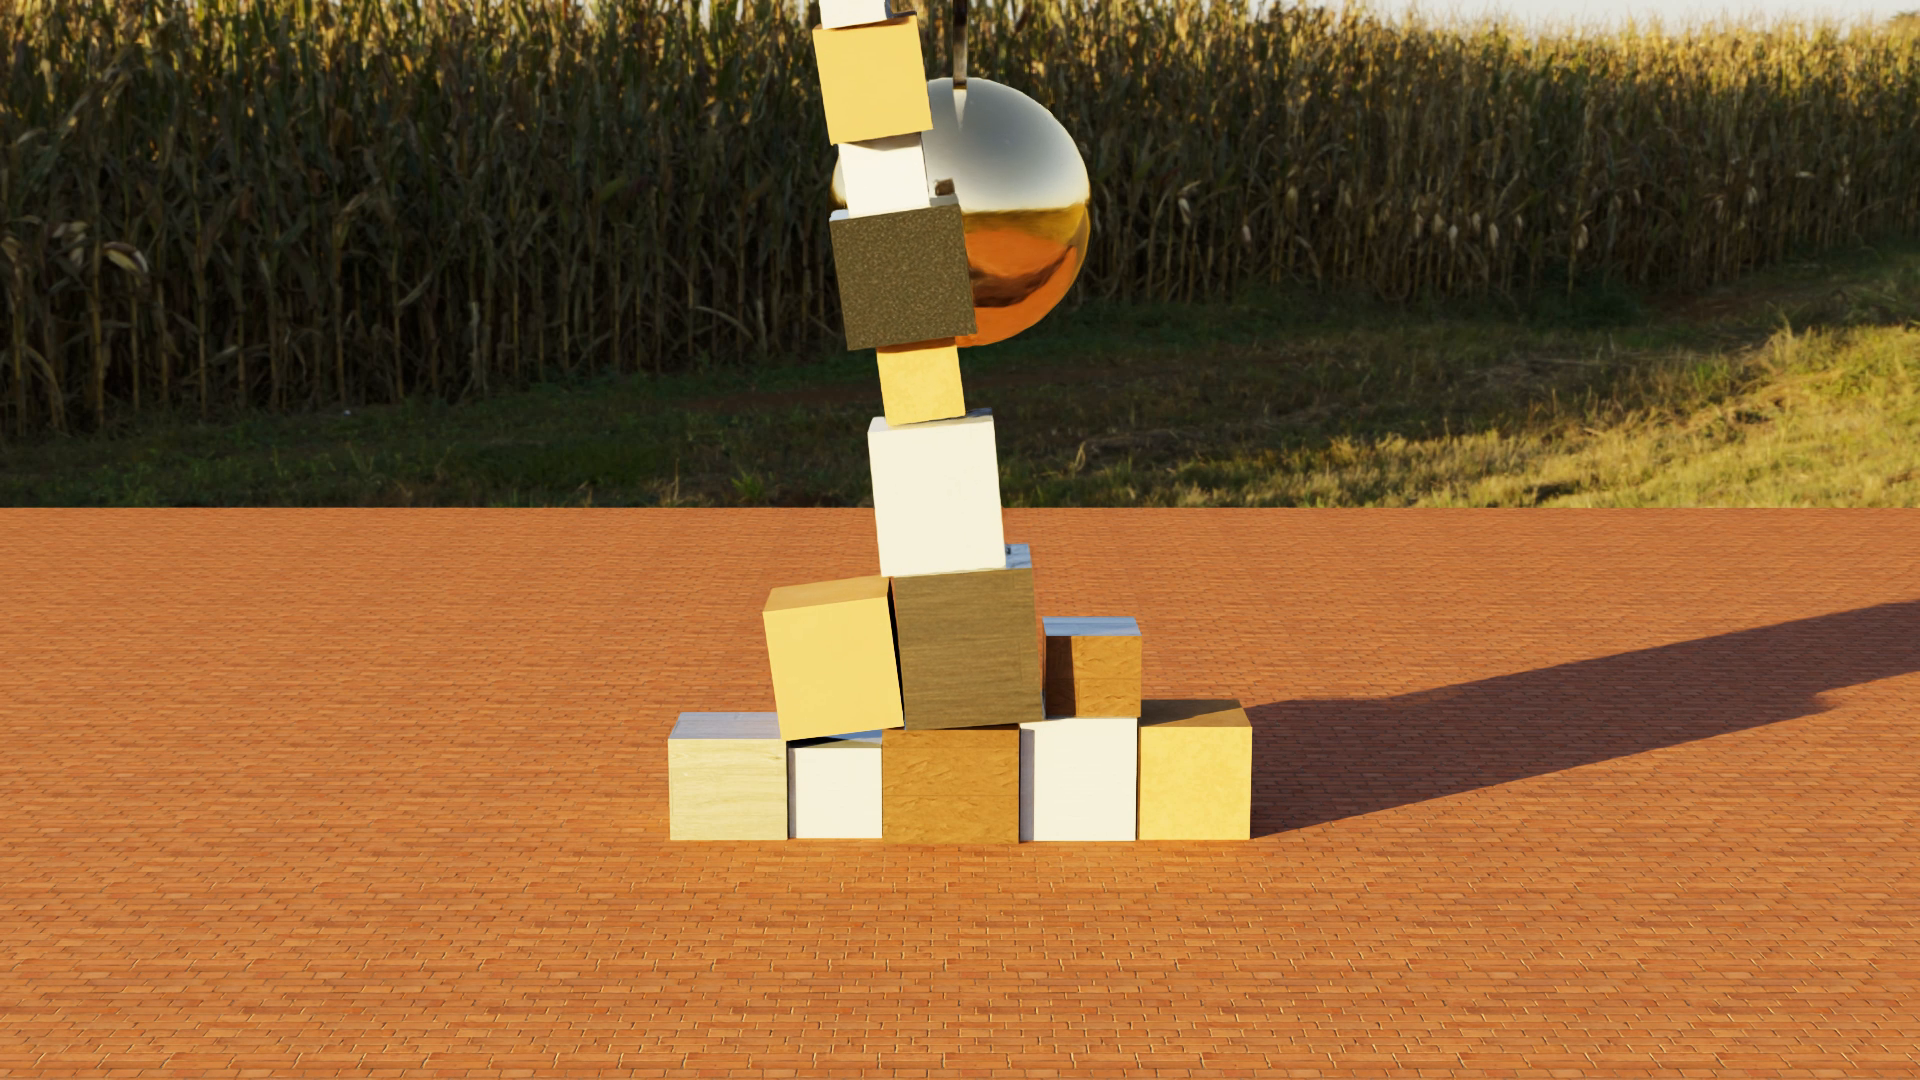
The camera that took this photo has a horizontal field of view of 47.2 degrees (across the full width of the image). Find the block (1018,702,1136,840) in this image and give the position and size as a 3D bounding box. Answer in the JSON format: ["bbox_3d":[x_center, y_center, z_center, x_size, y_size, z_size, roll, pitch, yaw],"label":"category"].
[{"bbox_3d":[0.597,1.162,11.394,0.584,0.637,0.574,0,10,0],"label":"block"}]

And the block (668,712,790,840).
[{"bbox_3d":[-1.175,1.217,11.394,0.593,0.529,0.530,0,10,0],"label":"block"}]

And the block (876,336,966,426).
[{"bbox_3d":[-0.206,-0.833,11.078,0.396,0.418,0.361,-8,13,-2],"label":"block"}]

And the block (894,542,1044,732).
[{"bbox_3d":[0.044,0.485,11.249,0.686,0.784,0.677,-4,10,1],"label":"block"}]

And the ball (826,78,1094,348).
[{"bbox_3d":[0.000,-1.954,13.158,1.600,1.600,1.600,0,10,0],"label":"ball"}]

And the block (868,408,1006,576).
[{"bbox_3d":[-0.111,-0.251,11.125,0.618,0.723,0.599,-5,10,1],"label":"block"}]

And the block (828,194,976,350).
[{"bbox_3d":[-0.282,-1.339,10.941,0.636,0.636,0.579,-8,13,0],"label":"block"}]

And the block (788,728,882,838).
[{"bbox_3d":[-0.634,1.241,11.423,0.470,0.471,0.514,0,10,0],"label":"block"}]

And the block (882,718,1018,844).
[{"bbox_3d":[-0.047,1.184,11.393,0.684,0.594,0.675,0,10,0],"label":"block"}]

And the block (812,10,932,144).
[{"bbox_3d":[-0.420,-2.260,10.714,0.495,0.539,0.542,-8,16,1],"label":"block"}]

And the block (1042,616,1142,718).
[{"bbox_3d":[0.670,0.647,11.279,0.479,0.420,0.448,0,10,0],"label":"block"}]

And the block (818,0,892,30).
[{"bbox_3d":[-0.503,-2.581,10.424,0.302,0.254,0.275,-7,16,7],"label":"block"}]

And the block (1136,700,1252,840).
[{"bbox_3d":[1.186,1.183,11.411,0.572,0.590,0.564,0,10,0],"label":"block"}]

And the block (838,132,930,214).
[{"bbox_3d":[-0.373,-1.839,10.887,0.398,0.363,0.335,-8,16,1],"label":"block"}]

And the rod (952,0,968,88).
[{"bbox_3d":[0.000,-4.812,11.316,0.080,5.200,0.080,0,33,0],"label":"rod"}]

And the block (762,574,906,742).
[{"bbox_3d":[-0.631,0.593,11.273,0.621,0.668,0.596,-7,10,1],"label":"block"}]
